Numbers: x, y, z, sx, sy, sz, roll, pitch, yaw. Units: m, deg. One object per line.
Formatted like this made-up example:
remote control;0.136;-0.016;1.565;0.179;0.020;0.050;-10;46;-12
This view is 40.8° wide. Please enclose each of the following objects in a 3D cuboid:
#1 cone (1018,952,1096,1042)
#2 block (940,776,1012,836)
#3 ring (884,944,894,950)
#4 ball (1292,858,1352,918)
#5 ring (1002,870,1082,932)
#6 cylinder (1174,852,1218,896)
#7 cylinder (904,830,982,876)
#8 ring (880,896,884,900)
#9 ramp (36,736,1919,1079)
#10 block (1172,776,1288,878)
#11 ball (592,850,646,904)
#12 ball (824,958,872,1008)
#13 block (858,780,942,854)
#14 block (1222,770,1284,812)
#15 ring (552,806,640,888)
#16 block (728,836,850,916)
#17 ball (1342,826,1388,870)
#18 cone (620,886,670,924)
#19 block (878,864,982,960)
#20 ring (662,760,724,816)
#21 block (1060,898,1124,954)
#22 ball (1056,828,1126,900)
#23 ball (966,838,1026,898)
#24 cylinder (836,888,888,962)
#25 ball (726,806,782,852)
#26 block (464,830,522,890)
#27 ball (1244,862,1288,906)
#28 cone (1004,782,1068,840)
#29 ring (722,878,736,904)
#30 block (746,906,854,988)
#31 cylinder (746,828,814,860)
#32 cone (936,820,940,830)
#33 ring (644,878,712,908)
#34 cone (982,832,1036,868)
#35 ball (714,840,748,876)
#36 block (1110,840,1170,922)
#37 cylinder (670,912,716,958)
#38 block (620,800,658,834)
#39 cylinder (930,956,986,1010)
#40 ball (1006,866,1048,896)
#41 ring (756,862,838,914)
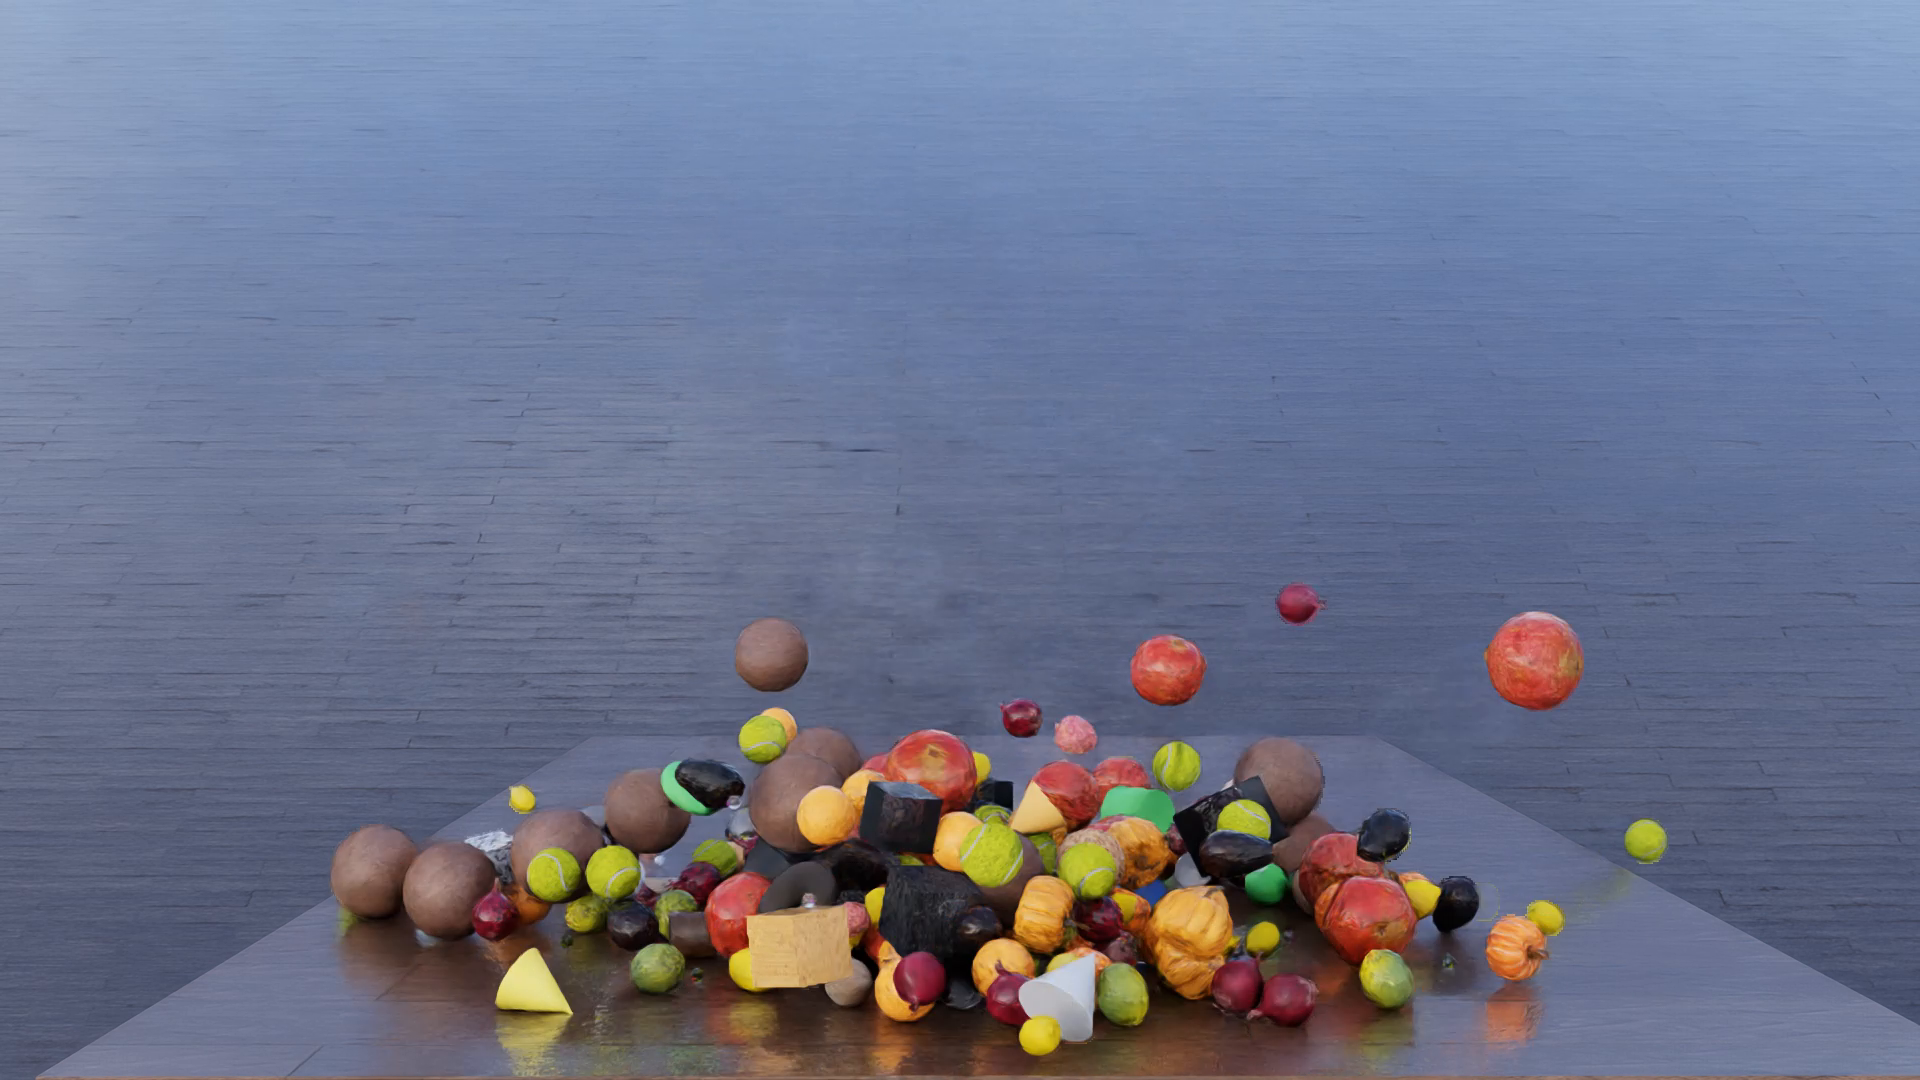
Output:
cone;0.122;0.464;2.717;0.089;0.089;0.089;16;46;27
block;0.029;0.476;4.614;0.092;0.092;0.092;-1;1;-44
ring;-0.091;0.515;3.406;0.119;0.040;0.119;0;0;0
ball;0.509;0.490;3.643;0.083;0.083;0.083;0;28;0
ring;0.104;0.458;3.278;0.113;0.038;0.113;-24;15;7
cylinder;0.350;0.494;3.825;0.057;0.057;0.057;10;-14;19
cylinder;-0.020;0.484;3.896;0.090;0.090;0.090;0;22;43
ring;-0.047;0.509;3.530;0.143;0.048;0.143;0;1;0
ramp;0.064;0.572;4.614;2.000;0.100;4.000;0;1;0
block;0.361;0.383;3.456;0.091;0.091;0.091;-18;78;-37
ball;-0.444;0.438;3.362;0.068;0.068;0.068;0;28;0
ball;-0.129;0.511;2.982;0.056;0.056;0.056;0;28;0
block;-0.071;0.330;3.077;0.066;0.066;0.066;6;10;-31
block;0.476;0.437;4.267;0.071;0.071;0.071;-26;15;38
ring;-0.551;0.466;3.919;0.139;0.139;0.046;-11;26;-20
block;-0.227;0.462;3.416;0.094;0.094;0.094;18;14;-47
ball;0.644;0.492;4.113;0.070;0.070;0.070;0;28;0
cone;-0.428;0.510;3.576;0.062;0.062;0.062;15;32;21
block;-0.036;0.441;3.059;0.085;0.085;0.085;4;14;-26
ring;-0.363;0.338;3.521;0.094;0.031;0.094;26;24;-13
block;0.169;0.494;3.322;0.055;0.055;0.055;17;14;40
ball;0.161;0.400;3.191;0.087;0.087;0.087;0;28;0
ball;0.052;0.485;3.829;0.089;0.089;0.089;0;28;0
cylinder;-0.154;0.489;3.253;0.093;0.093;0.093;27;18;40
ball;-0.338;0.480;4.227;0.092;0.092;0.092;0;28;0
block;-0.641;0.439;3.547;0.055;0.055;0.055;-13;20;-34
ball;0.444;0.499;3.742;0.063;0.063;0.063;0;28;0
cone;0.084;0.354;3.253;0.074;0.074;0.074;-38;37;-5
ring;-0.295;0.513;3.780;0.109;0.036;0.109;-1;0;0
block;-0.181;0.459;2.920;0.080;0.080;0.080;-4;-4;-44
cylinder;-0.233;0.463;3.566;0.093;0.093;0.093;-15;53;-26
cone;-0.049;0.505;4.451;0.052;0.052;0.052;-13;48;15
ring;-0.418;0.507;3.712;0.126;0.042;0.126;-1;-7;0
cone;0.057;0.508;3.910;0.095;0.095;0.095;7;29;14
ball;-0.358;0.499;4.048;0.055;0.055;0.055;0;28;0
block;0.234;0.465;3.522;0.066;0.066;0.066;-33;40;-1
cylinder;-0.342;0.505;3.308;0.060;0.060;0.060;0;28;-6
block;-0.575;0.495;4.620;0.054;0.054;0.054;0;1;11
cylinder;-0.003;0.511;2.984;0.054;0.054;0.054;-8;1;-14
ball;0.102;0.494;3.599;0.077;0.077;0.077;0;28;0
ring;-0.200;0.450;3.157;0.125;0.042;0.125;-33;35;27
